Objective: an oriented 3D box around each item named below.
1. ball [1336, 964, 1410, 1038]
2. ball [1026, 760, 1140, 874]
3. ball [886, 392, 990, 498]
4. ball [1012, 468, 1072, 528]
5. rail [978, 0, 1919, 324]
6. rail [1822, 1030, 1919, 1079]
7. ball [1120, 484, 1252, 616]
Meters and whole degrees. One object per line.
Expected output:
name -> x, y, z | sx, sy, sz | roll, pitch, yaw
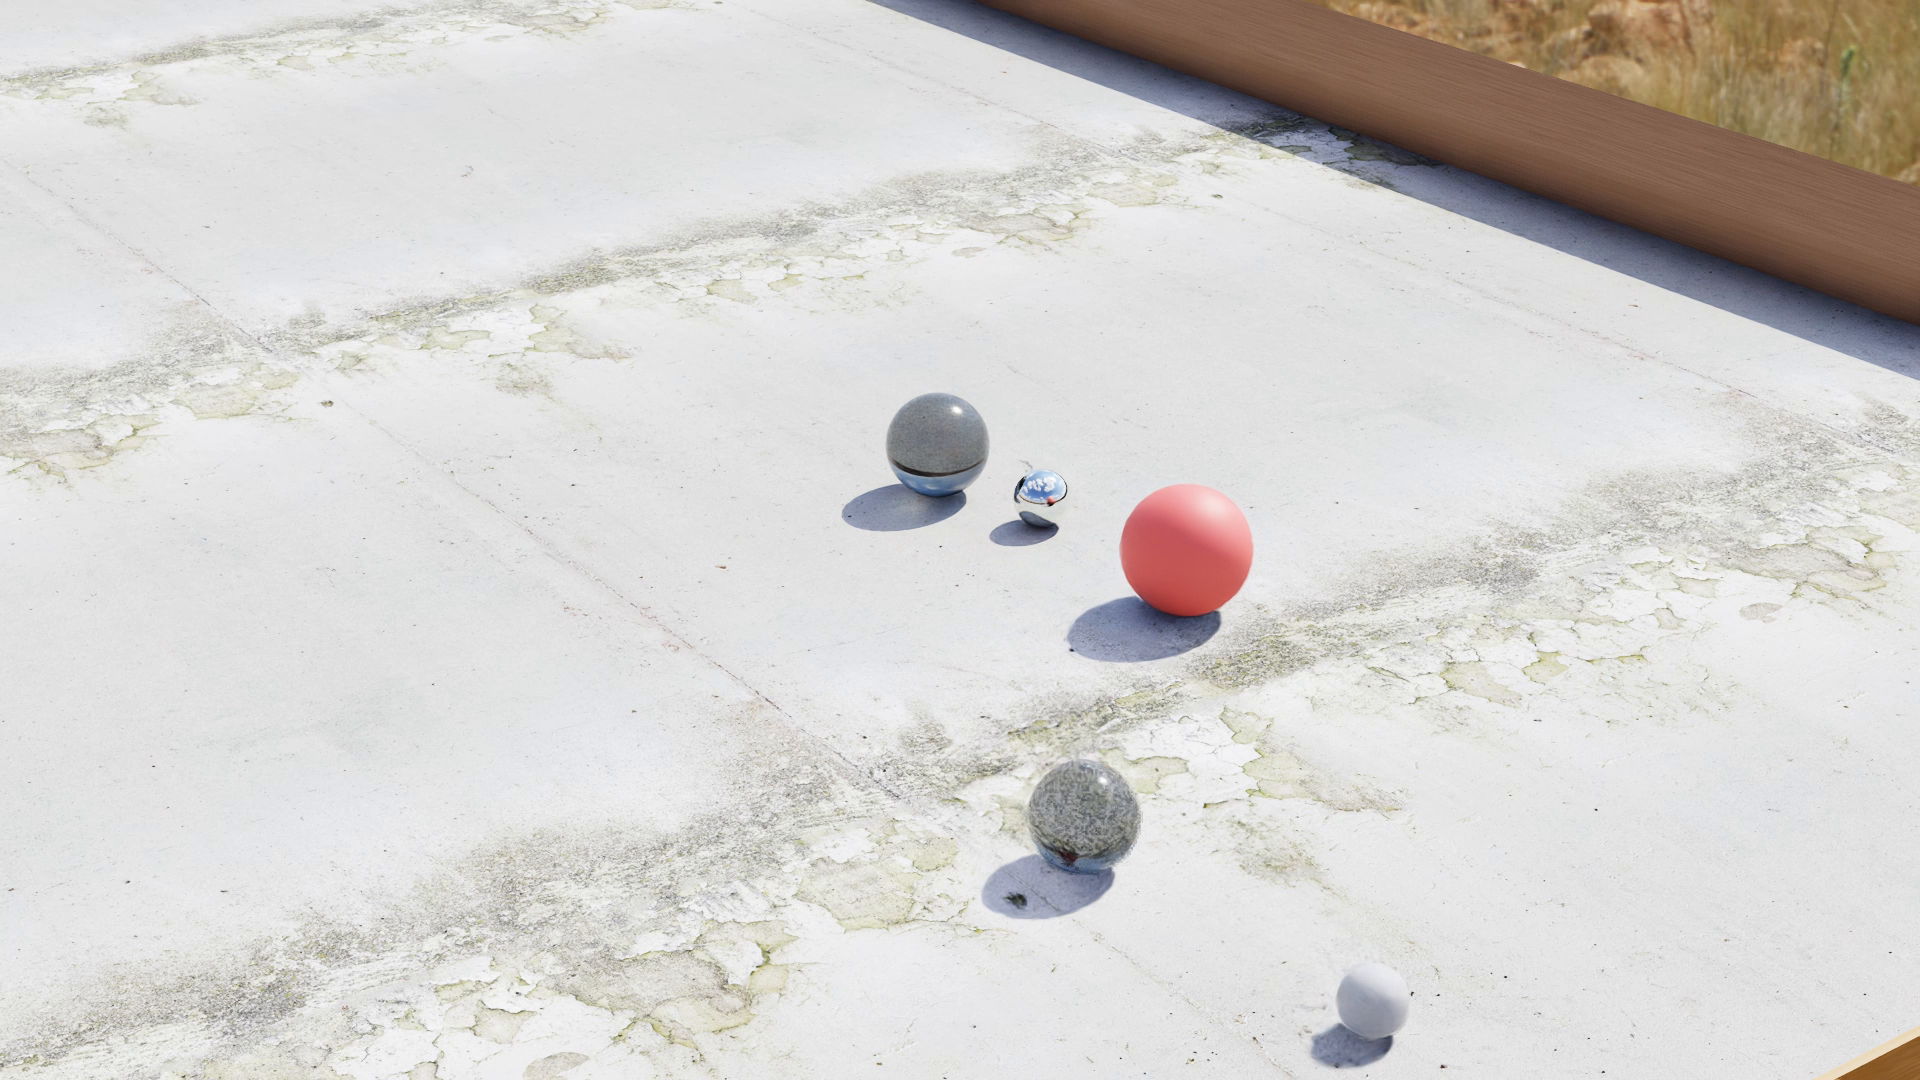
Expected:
ball -> 0.233, 0.260, 1.657 | 0.042, 0.042, 0.042 | 0, 24, 0
ball -> 0.076, 0.171, 1.817 | 0.070, 0.070, 0.070 | 0, 24, 0
ball -> -0.018, -0.076, 2.344 | 0.084, 0.084, 0.084 | 0, 24, 0
ball -> 0.064, -0.033, 2.295 | 0.046, 0.046, 0.046 | 0, 24, 0
rail -> 0.298, -0.581, 3.399 | 0.045, 0.126, 3.655 | -16, 29, -32
rail -> 0.517, 0.273, 1.525 | 2.084, 0.126, 0.045 | -16, 29, -32
ball -> 0.165, 0.007, 2.146 | 0.097, 0.097, 0.097 | 0, 24, 0
